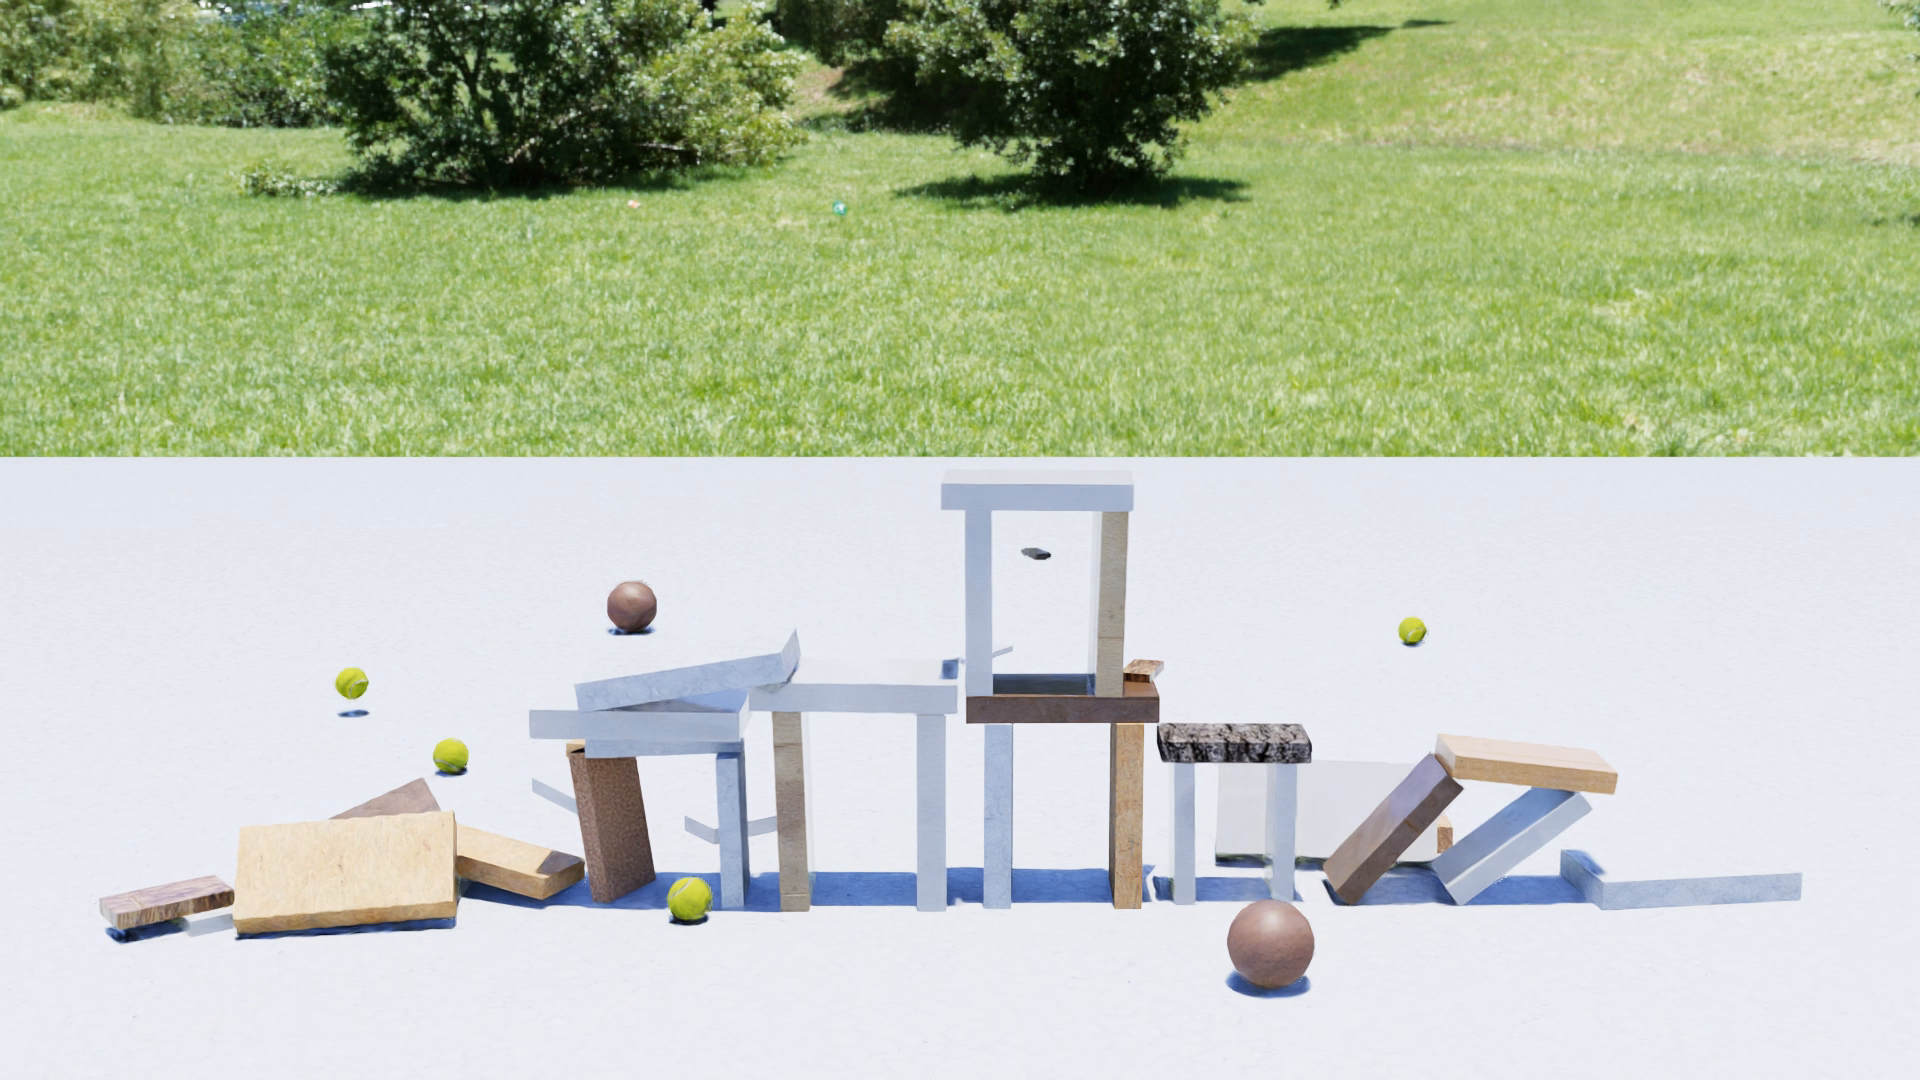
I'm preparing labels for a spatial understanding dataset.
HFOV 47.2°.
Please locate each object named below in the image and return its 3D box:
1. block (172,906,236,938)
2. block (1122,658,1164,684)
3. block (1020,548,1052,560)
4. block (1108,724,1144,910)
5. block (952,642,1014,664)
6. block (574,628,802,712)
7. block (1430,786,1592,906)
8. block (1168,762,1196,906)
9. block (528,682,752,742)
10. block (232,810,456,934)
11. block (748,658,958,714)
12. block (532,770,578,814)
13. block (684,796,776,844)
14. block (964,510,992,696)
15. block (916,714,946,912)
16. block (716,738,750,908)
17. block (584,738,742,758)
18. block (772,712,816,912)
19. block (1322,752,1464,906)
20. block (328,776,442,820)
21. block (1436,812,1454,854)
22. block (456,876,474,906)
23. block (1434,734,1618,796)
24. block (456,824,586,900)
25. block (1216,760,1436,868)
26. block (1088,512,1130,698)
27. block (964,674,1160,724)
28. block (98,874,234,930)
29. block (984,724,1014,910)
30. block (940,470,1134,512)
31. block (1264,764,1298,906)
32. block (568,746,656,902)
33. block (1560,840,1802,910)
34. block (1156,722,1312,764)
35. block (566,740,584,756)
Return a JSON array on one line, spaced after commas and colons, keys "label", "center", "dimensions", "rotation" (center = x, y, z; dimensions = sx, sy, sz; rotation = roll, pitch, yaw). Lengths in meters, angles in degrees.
[{"label": "block", "center": [-1.232, 0.596, 3.565], "dimensions": [0.092, 0.026, 0.184], "rotation": [-8, 13, -37]}, {"label": "block", "center": [0.304, 0.219, 3.677], "dimensions": [0.051, 0.015, 0.103], "rotation": [3, 11, 18]}, {"label": "block", "center": [0.227, 0.040, 6.589], "dimensions": [0.051, 0.015, 0.103], "rotation": [-5, 12, -26]}, {"label": "block", "center": [0.275, 0.436, 3.642], "dimensions": [0.044, 0.312, 0.156], "rotation": [0, 11, 0]}, {"label": "block", "center": [0.056, 0.276, 5.321], "dimensions": [0.051, 0.015, 0.183], "rotation": [7, 13, 35]}, {"label": "block", "center": [-0.439, 0.210, 3.572], "dimensions": [0.338, 0.048, 0.169], "rotation": [-9, 10, 6]}, {"label": "block", "center": [0.914, 0.493, 3.656], "dimensions": [0.267, 0.038, 0.134], "rotation": [-38, 8, 7]}, {"label": "block", "center": [0.369, 0.470, 3.650], "dimensions": [0.034, 0.242, 0.121], "rotation": [-1, 10, 1]}, {"label": "block", "center": [-0.520, 0.282, 3.609], "dimensions": [0.338, 0.048, 0.169], "rotation": [1, 11, 2]}, {"label": "block", "center": [-0.986, 0.533, 3.540], "dimensions": [0.338, 0.048, 0.169], "rotation": [-4, 52, -8]}, {"label": "block", "center": [-0.171, 0.238, 3.600], "dimensions": [0.335, 0.047, 0.167], "rotation": [1, 11, 0]}, {"label": "block", "center": [-0.719, 0.480, 4.181], "dimensions": [0.104, 0.029, 0.208], "rotation": [-8, 13, -37]}, {"label": "block", "center": [-0.387, 0.510, 4.019], "dimensions": [0.208, 0.029, 0.104], "rotation": [-8, 13, -37]}, {"label": "block", "center": [0.030, 0.088, 3.585], "dimensions": [0.043, 0.304, 0.152], "rotation": [0, 10, 0]}, {"label": "block", "center": [-0.046, 0.426, 3.636], "dimensions": [0.047, 0.335, 0.167], "rotation": [0, 11, 0]}, {"label": "block", "center": [-0.375, 0.466, 3.642], "dimensions": [0.036, 0.252, 0.126], "rotation": [-1, 11, 0]}, {"label": "block", "center": [-0.490, 0.321, 3.629], "dimensions": [0.252, 0.036, 0.126], "rotation": [-1, 11, -9]}, {"label": "block", "center": [-0.274, 0.425, 3.636], "dimensions": [0.047, 0.335, 0.167], "rotation": [-2, 11, 0]}, {"label": "block", "center": [0.717, 0.478, 3.652], "dimensions": [0.038, 0.267, 0.134], "rotation": [41, 8, -7]}, {"label": "block", "center": [-0.980, 0.501, 3.630], "dimensions": [0.259, 0.037, 0.130], "rotation": [-24, 53, -21]}, {"label": "block", "center": [0.697, 0.511, 3.959], "dimensions": [0.346, 0.049, 0.173], "rotation": [0, 11, 2]}, {"label": "block", "center": [-0.956, 0.572, 3.663], "dimensions": [0.259, 0.037, 0.130], "rotation": [0, 11, 0]}, {"label": "block", "center": [0.933, 0.369, 3.632], "dimensions": [0.267, 0.038, 0.134], "rotation": [6, 11, -2]}, {"label": "block", "center": [-0.775, 0.537, 3.687], "dimensions": [0.259, 0.037, 0.130], "rotation": [12, 11, 20]}, {"label": "block", "center": [0.637, 0.473, 3.826], "dimensions": [0.374, 0.173, 0.049], "rotation": [2, -22, 8]}, {"label": "block", "center": [0.240, 0.089, 3.579], "dimensions": [0.043, 0.304, 0.152], "rotation": [1, 10, -2]}, {"label": "block", "center": [0.165, 0.260, 3.616], "dimensions": [0.312, 0.044, 0.156], "rotation": [0, 10, -1]}, {"label": "block", "center": [-1.267, 0.578, 3.516], "dimensions": [0.185, 0.026, 0.092], "rotation": [-8, 14, -37]}, {"label": "block", "center": [0.064, 0.436, 3.643], "dimensions": [0.044, 0.312, 0.156], "rotation": [1, 11, 2]}, {"label": "block", "center": [0.126, -0.081, 3.541], "dimensions": [0.304, 0.043, 0.152], "rotation": [0, 11, 3]}, {"label": "block", "center": [0.532, 0.470, 3.651], "dimensions": [0.034, 0.242, 0.121], "rotation": [0, 11, 1]}, {"label": "block", "center": [-0.578, 0.462, 3.660], "dimensions": [0.036, 0.252, 0.126], "rotation": [-5, 7, 30]}, {"label": "block", "center": [1.207, 0.561, 3.691], "dimensions": [0.346, 0.049, 0.173], "rotation": [-1, 11, -8]}, {"label": "block", "center": [0.450, 0.334, 3.624], "dimensions": [0.242, 0.034, 0.121], "rotation": [0, 11, 1]}, {"label": "block", "center": [-0.715, 0.412, 4.547], "dimensions": [0.104, 0.029, 0.208], "rotation": [4, 11, 21]}]
